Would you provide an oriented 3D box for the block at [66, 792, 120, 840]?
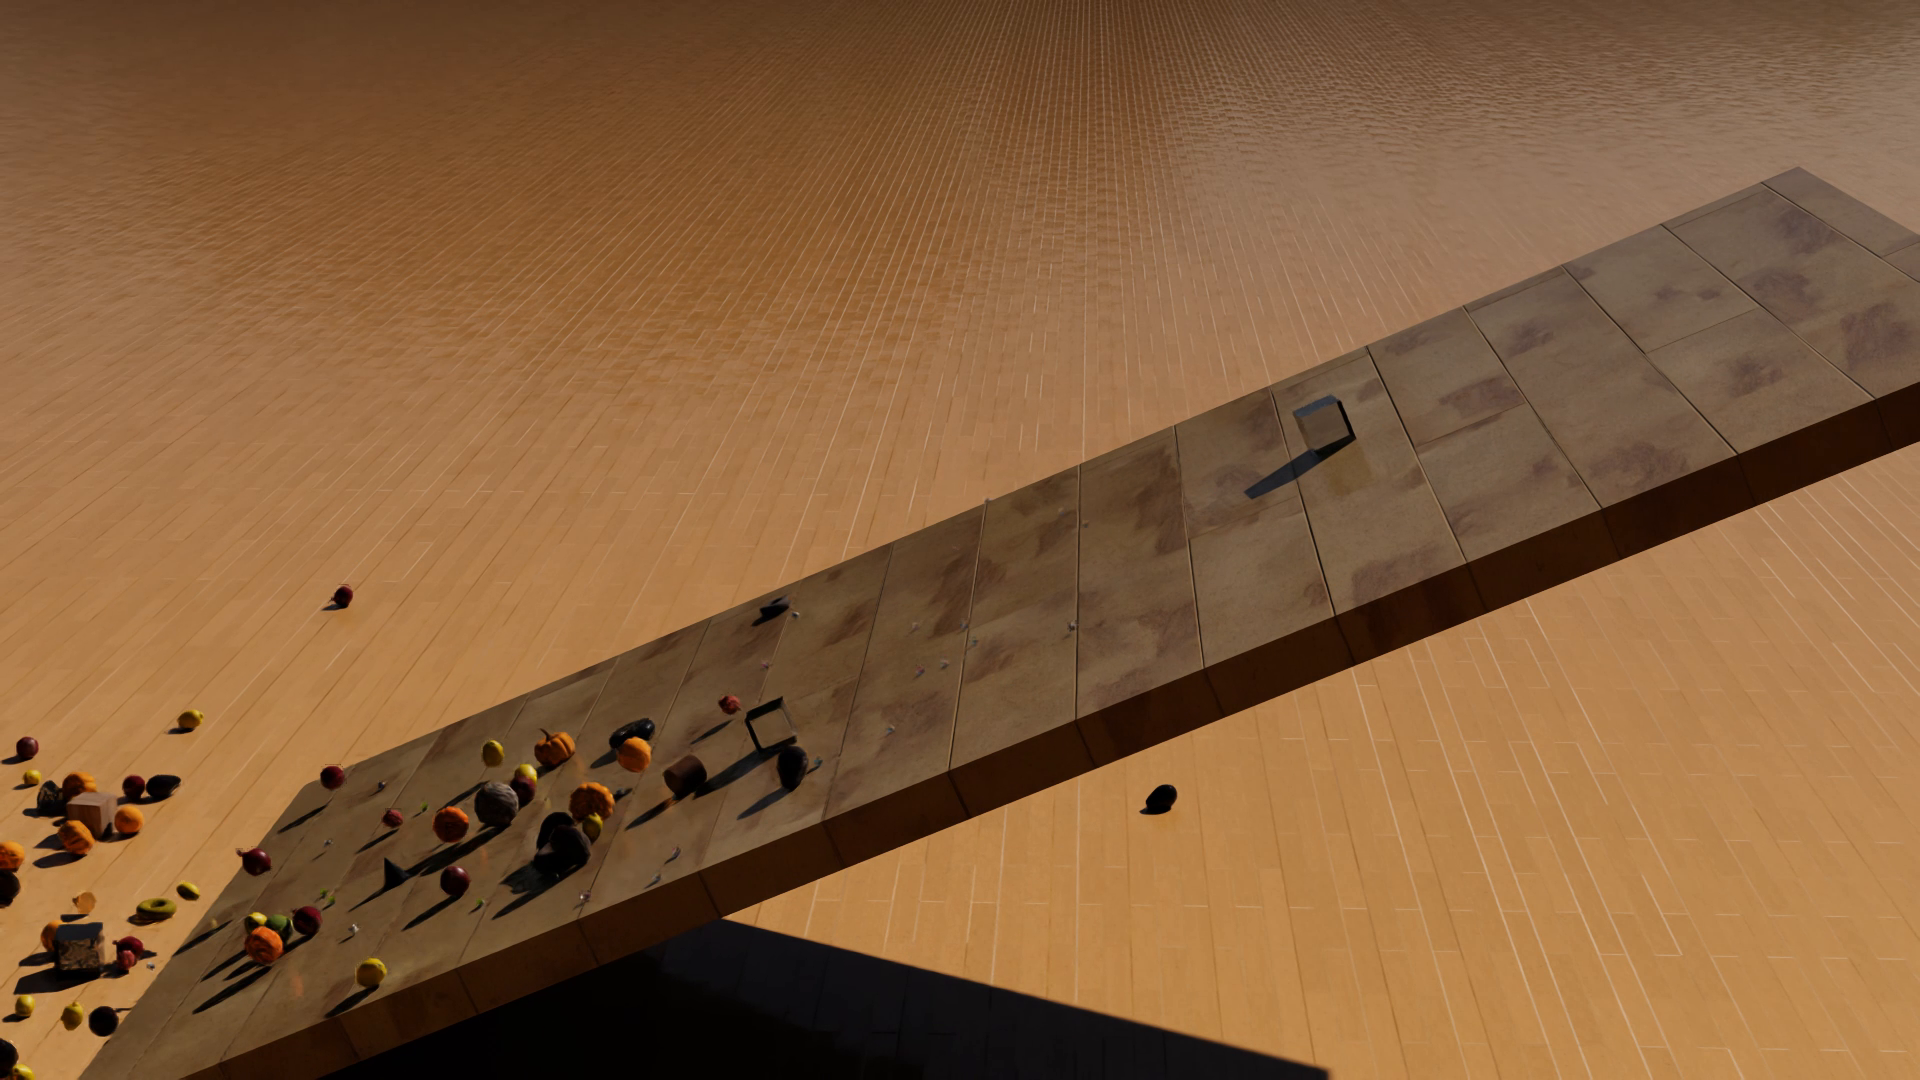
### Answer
[{"bbox_3d":[-2.192,0.697,7.436,0.090,0.090,0.090,3,15,10],"label":"block"}]

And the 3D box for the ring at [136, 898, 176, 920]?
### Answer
[{"bbox_3d":[-1.888,0.868,6.908,0.093,0.031,0.093,1,14,0],"label":"ring"}]

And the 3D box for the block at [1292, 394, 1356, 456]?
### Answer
[{"bbox_3d":[0.786,-0.247,6.347,0.092,0.092,0.092,-24,13,-1],"label":"block"}]

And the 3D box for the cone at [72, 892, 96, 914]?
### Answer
[{"bbox_3d":[-2.072,0.850,6.916,0.054,0.054,0.054,5,15,34],"label":"cone"}]

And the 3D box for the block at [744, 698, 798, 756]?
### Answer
[{"bbox_3d":[-0.382,0.379,5.967,0.078,0.078,0.078,-23,13,5],"label":"block"}]

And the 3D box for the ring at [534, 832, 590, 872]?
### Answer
[{"bbox_3d":[-0.789,0.618,5.825,0.120,0.040,0.120,-24,13,6],"label":"ring"}]

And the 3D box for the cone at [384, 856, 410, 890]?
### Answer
[{"bbox_3d":[-1.203,0.696,6.220,0.061,0.061,0.061,-23,13,5],"label":"cone"}]

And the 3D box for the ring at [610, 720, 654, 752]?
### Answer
[{"bbox_3d":[-0.723,0.430,6.484,0.109,0.036,0.109,-23,14,6],"label":"ring"}]

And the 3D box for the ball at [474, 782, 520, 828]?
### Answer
[{"bbox_3d":[-0.990,0.566,6.283,0.095,0.095,0.095,0,15,0],"label":"ball"}]

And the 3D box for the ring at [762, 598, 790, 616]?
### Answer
[{"bbox_3d":[-0.445,0.161,7.101,0.075,0.025,0.075,-23,11,5],"label":"ring"}]

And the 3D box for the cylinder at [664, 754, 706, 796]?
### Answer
[{"bbox_3d":[-0.555,0.475,5.932,0.062,0.062,0.062,-32,31,-32],"label":"cylinder"}]

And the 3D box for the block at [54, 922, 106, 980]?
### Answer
[{"bbox_3d":[-1.970,0.921,6.581,0.094,0.094,0.094,-2,15,-8],"label":"block"}]

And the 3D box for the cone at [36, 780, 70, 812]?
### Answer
[{"bbox_3d":[-2.337,0.673,7.634,0.081,0.081,0.081,14,-6,43],"label":"cone"}]

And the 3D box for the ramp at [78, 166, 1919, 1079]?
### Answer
[{"bbox_3d":[0.130,0.171,6.285,4.000,0.100,2.000,-22,13,8],"label":"ramp"}]
